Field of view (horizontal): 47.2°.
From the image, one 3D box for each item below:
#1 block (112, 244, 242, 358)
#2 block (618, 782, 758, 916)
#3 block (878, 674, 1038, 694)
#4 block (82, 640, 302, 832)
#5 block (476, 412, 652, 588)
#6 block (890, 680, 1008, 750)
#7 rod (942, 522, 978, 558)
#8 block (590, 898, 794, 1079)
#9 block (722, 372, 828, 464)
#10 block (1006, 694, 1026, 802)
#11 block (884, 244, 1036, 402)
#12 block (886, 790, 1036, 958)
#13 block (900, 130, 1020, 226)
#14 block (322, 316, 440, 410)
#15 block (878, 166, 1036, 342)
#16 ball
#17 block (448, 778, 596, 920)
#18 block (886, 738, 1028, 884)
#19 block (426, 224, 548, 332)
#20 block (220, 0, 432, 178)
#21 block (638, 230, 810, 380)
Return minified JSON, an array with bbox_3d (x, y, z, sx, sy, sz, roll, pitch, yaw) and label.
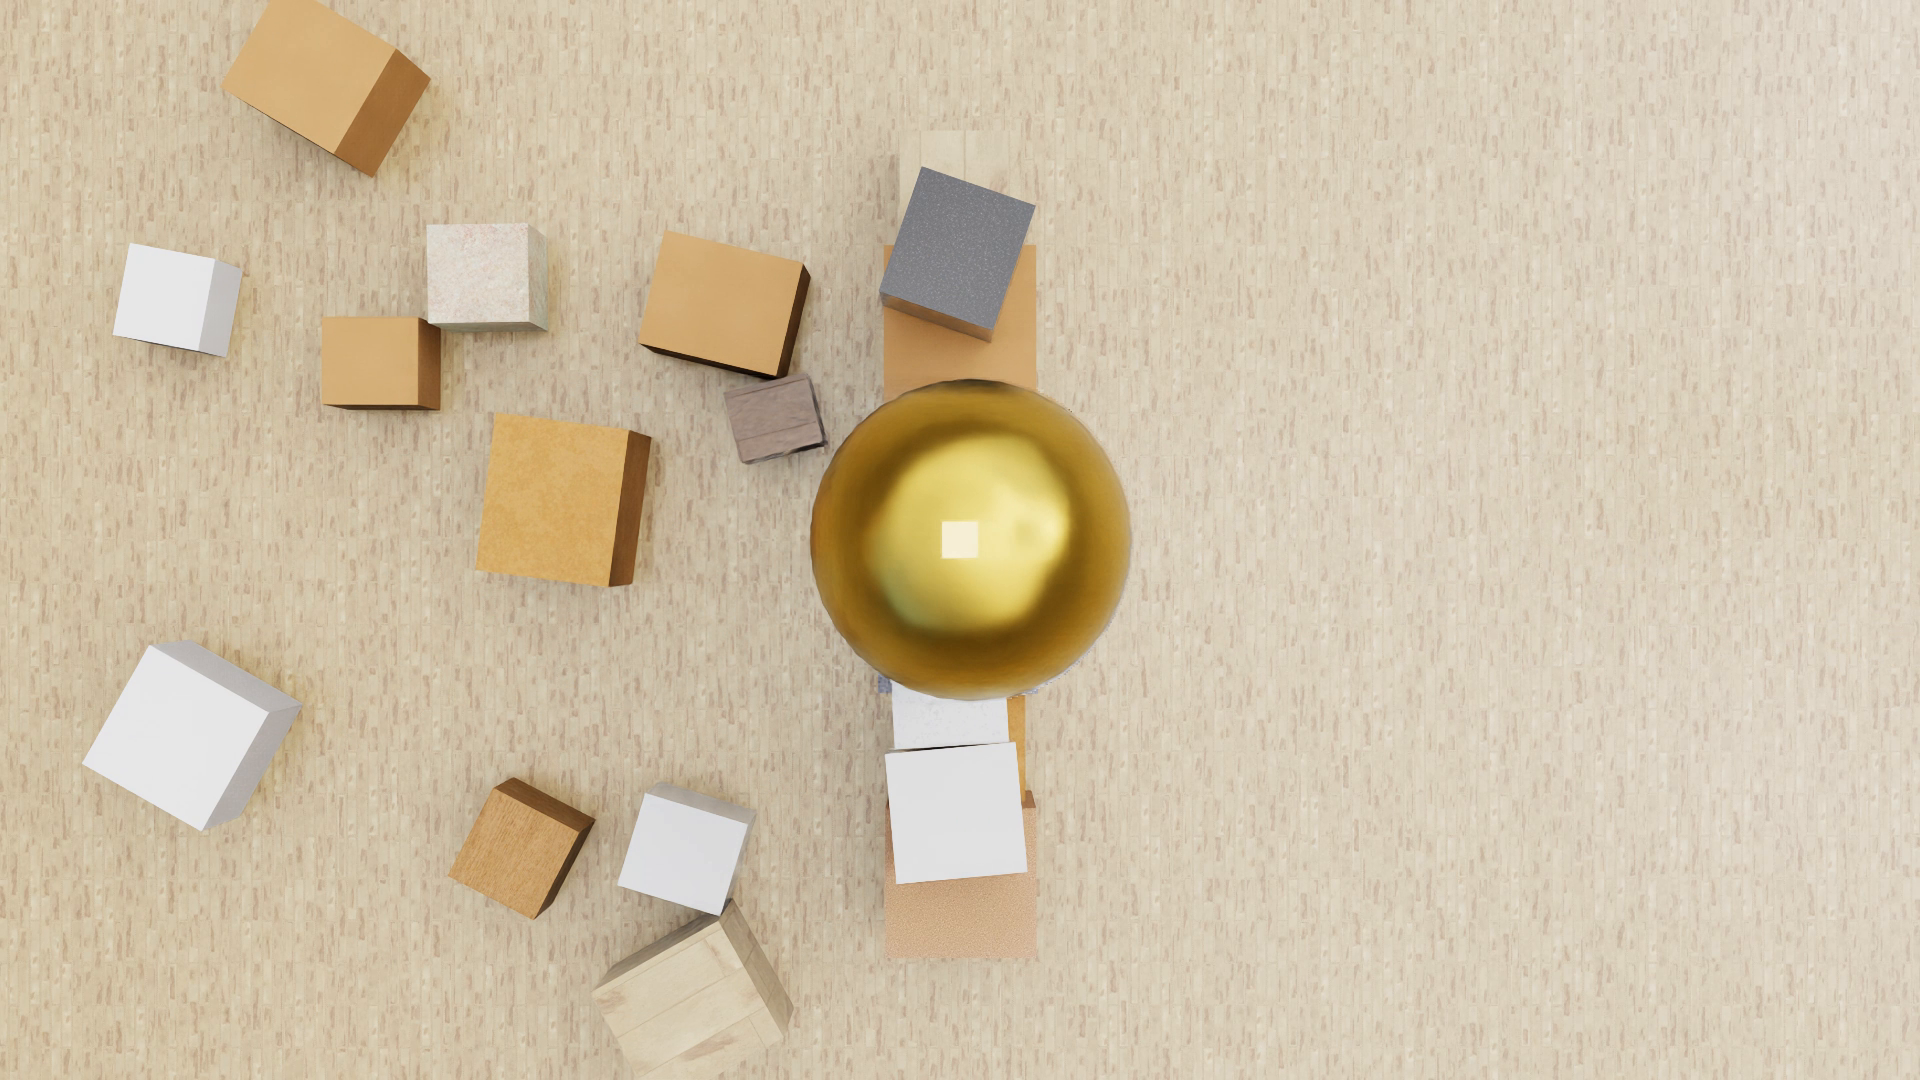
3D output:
[{"bbox_3d":[-4.530,-1.384,12.757,0.493,0.487,0.531,11,90,0],"label":"block"},{"bbox_3d":[-1.562,1.772,12.692,0.605,0.616,0.541,17,90,0],"label":"block"},{"bbox_3d":[-0.013,0.405,12.630,0.894,0.740,0.907,0,90,0],"label":"block"},{"bbox_3d":[-4.405,1.112,12.672,0.770,0.655,0.766,30,90,0],"label":"block"},{"bbox_3d":[-2.247,-0.221,12.555,0.739,0.891,0.875,7,90,0],"label":"block"},{"bbox_3d":[-0.060,0.786,11.906,0.600,0.708,0.592,-3,90,0],"label":"block"},{"bbox_3d":[0.023,0.000,7.488,0.080,5.200,0.080,0,90,1],"label":"rod"},{"bbox_3d":[-1.514,2.638,12.605,0.812,0.791,0.744,-29,90,0],"label":"block"},{"bbox_3d":[-1.064,-0.700,12.756,0.486,0.488,0.407,-14,90,0],"label":"block"},{"bbox_3d":[0.014,1.169,12.686,0.706,0.627,0.603,0,90,0],"label":"block"},{"bbox_3d":[0.000,-1.184,12.599,0.847,0.802,0.905,0,90,0],"label":"block"},{"bbox_3d":[0.004,1.894,12.570,0.836,0.860,0.826,0,90,0],"label":"block"},{"bbox_3d":[0.002,-1.977,12.694,0.681,0.612,0.659,0,90,0],"label":"block"},{"bbox_3d":[-3.342,-1.016,12.725,0.545,0.550,0.497,0,90,0],"label":"block"},{"bbox_3d":[-0.014,-1.521,11.829,0.631,0.738,0.689,19,90,0],"label":"block"},{"bbox_3d":[0.054,0.000,10.888,1.600,1.600,1.600,0,90,0],"label":"ball"},{"bbox_3d":[-2.524,1.775,12.713,0.549,0.574,0.560,27,90,0],"label":"block"},{"bbox_3d":[-0.020,1.445,11.813,0.685,0.656,0.677,-5,87,0],"label":"block"},{"bbox_3d":[-2.723,-1.508,12.711,0.569,0.578,0.555,-1,90,0],"label":"block"},{"bbox_3d":[-3.614,-2.619,12.592,0.732,0.816,0.683,31,90,0],"label":"block"},{"bbox_3d":[-1.345,-1.332,12.671,0.799,0.658,0.653,13,90,0],"label":"block"}]
